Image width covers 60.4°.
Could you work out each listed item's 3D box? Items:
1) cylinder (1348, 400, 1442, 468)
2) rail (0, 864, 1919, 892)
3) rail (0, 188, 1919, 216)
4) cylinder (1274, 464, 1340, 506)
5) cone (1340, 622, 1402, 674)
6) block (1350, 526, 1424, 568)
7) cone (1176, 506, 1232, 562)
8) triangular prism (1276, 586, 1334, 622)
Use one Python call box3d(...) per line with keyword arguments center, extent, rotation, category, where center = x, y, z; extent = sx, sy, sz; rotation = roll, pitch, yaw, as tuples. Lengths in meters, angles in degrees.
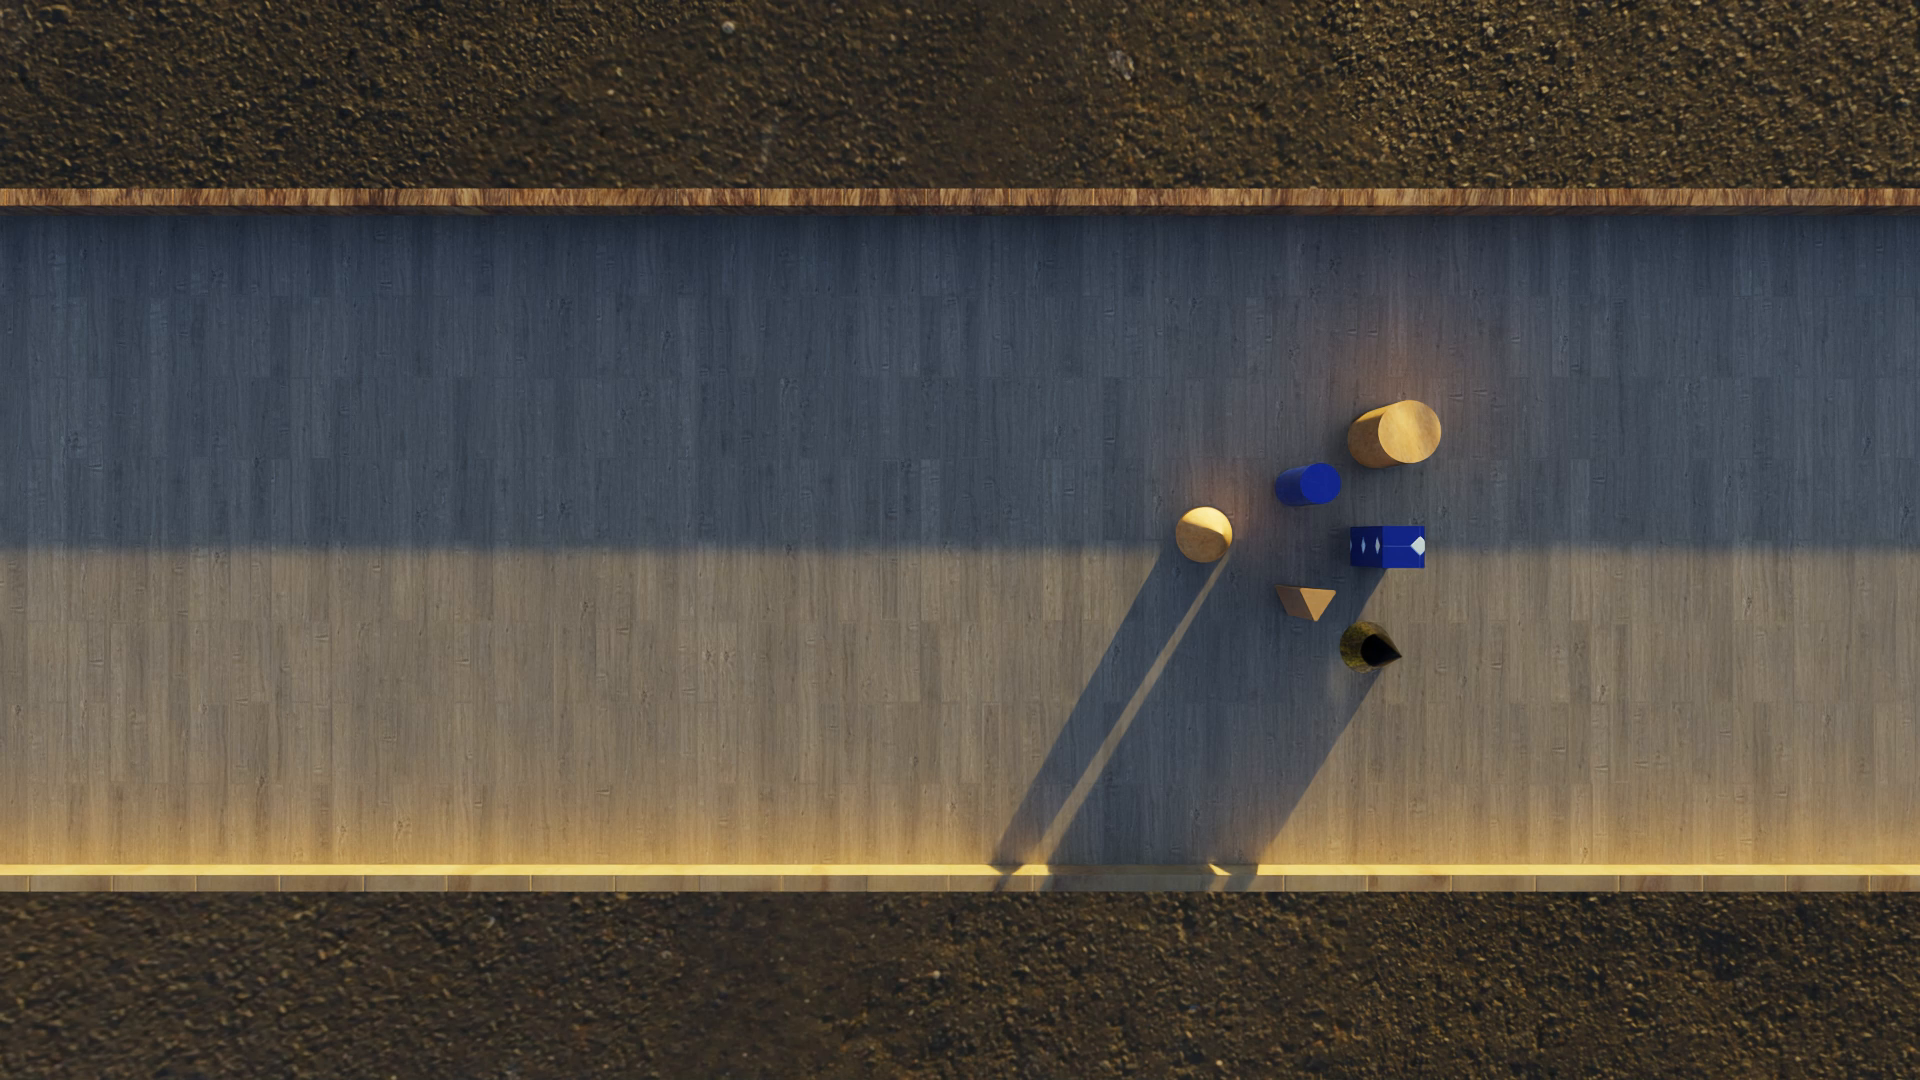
box3d(center=(1.281, -0.309, 4.888), extent=(0.179, 0.378, 0.179), rotation=(0, 90, 0), category="cylinder")
box3d(center=(-2.247, 1.025, 5.001), extent=(12.000, 0.150, 0.050), rotation=(0, 90, 0), category="rail")
box3d(center=(-2.247, -1.025, 5.002), extent=(12.000, 0.150, 0.050), rotation=(0, 90, 0), category="rail")
box3d(center=(1.027, -0.161, 4.887), extent=(0.116, 0.379, 0.116), rotation=(0, 90, 0), category="cylinder")
box3d(center=(1.249, 0.330, 4.866), extent=(0.161, 0.421, 0.161), rotation=(0, 90, 0), category="cone")
box3d(center=(1.262, 0.020, 4.883), extent=(0.119, 0.387, 0.119), rotation=(0, 90, 0), category="block")
box3d(center=(0.751, -0.017, 4.903), extent=(0.175, 0.347, 0.175), rotation=(0, 90, 0), category="cone")
box3d(center=(1.006, 0.164, 4.887), extent=(0.088, 0.379, 0.102), rotation=(34, 90, 0), category="triangular prism")
